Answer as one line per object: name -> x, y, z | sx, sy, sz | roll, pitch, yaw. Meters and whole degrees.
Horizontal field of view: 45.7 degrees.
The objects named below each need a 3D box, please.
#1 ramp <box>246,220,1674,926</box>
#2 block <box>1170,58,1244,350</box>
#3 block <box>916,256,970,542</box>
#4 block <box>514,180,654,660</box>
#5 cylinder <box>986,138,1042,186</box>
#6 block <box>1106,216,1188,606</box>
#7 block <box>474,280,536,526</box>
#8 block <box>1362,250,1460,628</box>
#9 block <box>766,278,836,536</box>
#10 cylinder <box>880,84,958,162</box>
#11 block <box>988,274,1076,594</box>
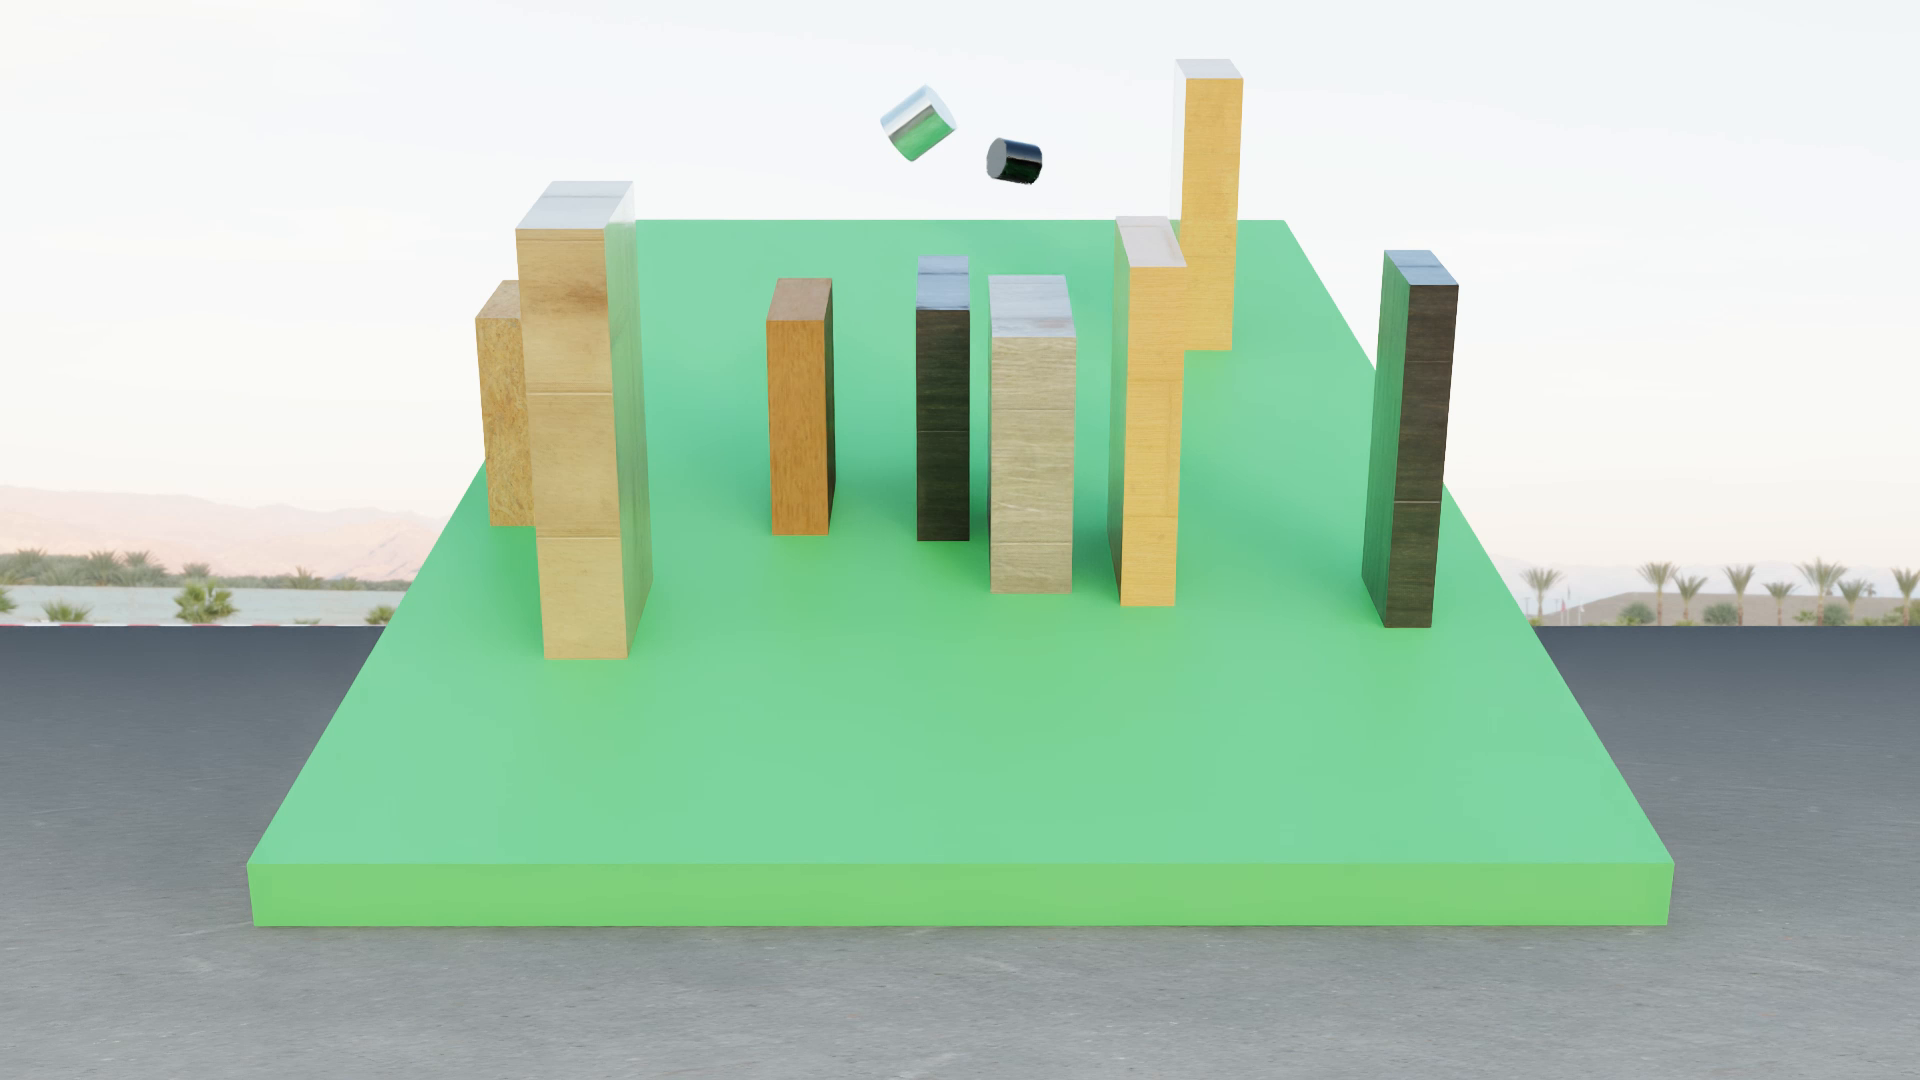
ramp -> -0.006, -0.214, 5.079 | 2.000, 0.100, 4.000 | 0, 21, 0
block -> 0.599, -0.828, 5.619 | 0.136, 0.664, 0.292 | 0, 21, 0
block -> -0.033, -0.286, 4.487 | 0.101, 0.457, 0.421 | 0, 21, 0
block -> -0.631, -0.208, 3.885 | 0.140, 0.739, 0.361 | 0, 21, 0
cylinder -> 0.163, -1.144, 6.894 | 0.125, 0.125, 0.125 | 6, -5, -30
block -> 0.335, -0.240, 4.139 | 0.096, 0.620, 0.385 | 0, 21, 0
block -> -0.852, -0.274, 4.506 | 0.128, 0.418, 0.290 | 0, 21, 0
block -> 0.782, -0.177, 3.983 | 0.081, 0.615, 0.243 | 0, 21, 0
block -> -0.308, -0.266, 4.473 | 0.108, 0.428, 0.318 | 0, 21, 0
cylinder -> -0.120, -1.207, 6.604 | 0.160, 0.160, 0.160 | -34, -14, 18
block -> 0.128, -0.205, 4.242 | 0.146, 0.480, 0.434 | 0, 21, 0
